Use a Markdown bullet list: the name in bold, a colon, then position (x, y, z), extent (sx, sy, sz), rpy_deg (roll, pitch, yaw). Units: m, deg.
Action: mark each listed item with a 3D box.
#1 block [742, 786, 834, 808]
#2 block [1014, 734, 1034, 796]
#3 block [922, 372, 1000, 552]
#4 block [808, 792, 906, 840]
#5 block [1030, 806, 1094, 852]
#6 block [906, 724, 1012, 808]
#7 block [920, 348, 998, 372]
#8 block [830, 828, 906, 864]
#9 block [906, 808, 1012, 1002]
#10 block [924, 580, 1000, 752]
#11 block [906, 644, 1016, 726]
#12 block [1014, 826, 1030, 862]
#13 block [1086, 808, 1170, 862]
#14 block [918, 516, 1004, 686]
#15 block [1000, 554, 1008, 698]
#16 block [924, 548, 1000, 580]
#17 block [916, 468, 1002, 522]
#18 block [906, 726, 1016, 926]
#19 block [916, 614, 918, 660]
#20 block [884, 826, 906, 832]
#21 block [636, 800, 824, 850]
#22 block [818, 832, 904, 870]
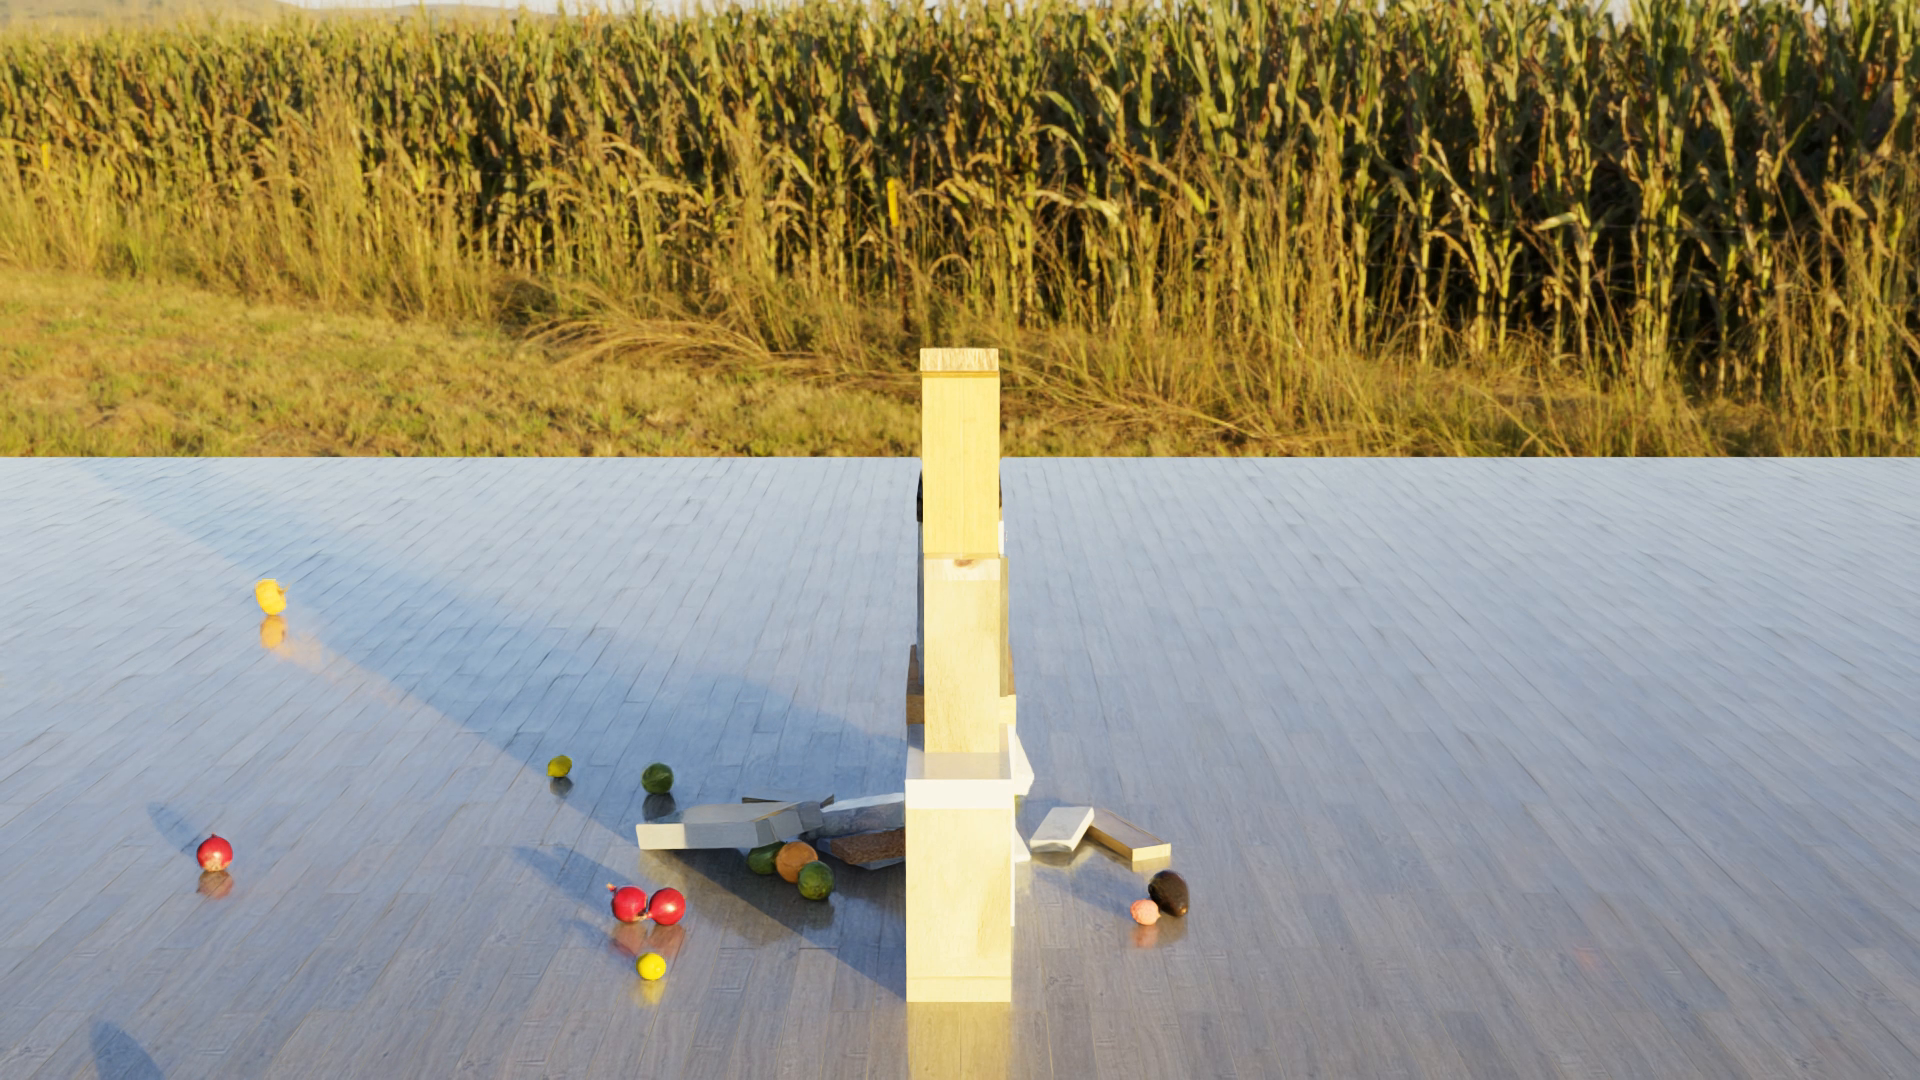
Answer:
- **block**: position (-0.324, 0.491, 4.141), extent (0.156, 0.022, 0.078), rpy_deg (4, 11, 19)
- **block**: position (0.021, 0.352, 4.095), extent (0.155, 0.044, 0.310), rpy_deg (11, 28, -22)
- **block**: position (0.001, -0.112, 3.194), extent (0.110, 0.271, 0.031), rpy_deg (0, 23, 0)
- **block**: position (-0.100, 0.478, 3.905), extent (0.310, 0.044, 0.155), rpy_deg (-10, -1, 21)
- **block**: position (0.183, 0.517, 3.936), extent (0.076, 0.021, 0.151), rpy_deg (-3, 15, 19)
- **block**: position (-0.002, 0.334, 3.275), extent (0.151, 0.043, 0.302), rpy_deg (0, 11, 0)
- **block**: position (-0.001, -0.261, 3.209), extent (0.110, 0.031, 0.220), rpy_deg (0, 4, 0)
- **block**: position (-0.137, 0.530, 3.814), extent (0.156, 0.022, 0.078), rpy_deg (-5, 12, -26)
- **block**: position (-0.002, 0.522, 3.207), extent (0.151, 0.302, 0.043), rpy_deg (0, 11, 0)
- **block**: position (0.003, 0.182, 3.250), extent (0.110, 0.265, 0.031), rpy_deg (0, 11, 0)
- **block**: position (0.001, 0.233, 3.588), extent (0.171, 0.048, 0.341), rpy_deg (0, 11, 0)
- **block**: position (0.062, 0.495, 3.922), extent (0.046, 0.013, 0.246), rpy_deg (-7, 31, -17)
- **block**: position (0.286, 0.527, 3.949), extent (0.076, 0.021, 0.232), rpy_deg (-5, 12, -25)
- **block**: position (0.001, 0.096, 3.469), extent (0.133, 0.265, 0.038), rpy_deg (0, 12, 0)
- **block**: position (0.018, 0.133, 3.393), extent (0.110, 0.221, 0.031), rpy_deg (-1, 11, -6)
- **block**: position (0.003, 0.023, 3.296), extent (0.110, 0.031, 0.221), rpy_deg (0, 11, 0)
- **block**: position (0.000, -0.074, 3.542), extent (0.133, 0.038, 0.265), rpy_deg (0, 11, 0)
- **block**: position (0.001, 0.446, 3.512), extent (0.171, 0.341, 0.048), rpy_deg (0, 11, 0)
- **block**: position (-0.001, 0.066, 3.622), extent (0.133, 0.266, 0.038), rpy_deg (1, 3, 8)
- **block**: position (-0.088, 0.528, 3.966), extent (0.092, 0.013, 0.046), rpy_deg (-2, 11, -9)
- **block**: position (-0.405, 0.500, 3.851), extent (0.310, 0.044, 0.155), rpy_deg (-8, 3, 42)
- **block**: position (-0.175, 0.543, 3.862), extent (0.076, 0.021, 0.151), rpy_deg (-9, 14, -40)
